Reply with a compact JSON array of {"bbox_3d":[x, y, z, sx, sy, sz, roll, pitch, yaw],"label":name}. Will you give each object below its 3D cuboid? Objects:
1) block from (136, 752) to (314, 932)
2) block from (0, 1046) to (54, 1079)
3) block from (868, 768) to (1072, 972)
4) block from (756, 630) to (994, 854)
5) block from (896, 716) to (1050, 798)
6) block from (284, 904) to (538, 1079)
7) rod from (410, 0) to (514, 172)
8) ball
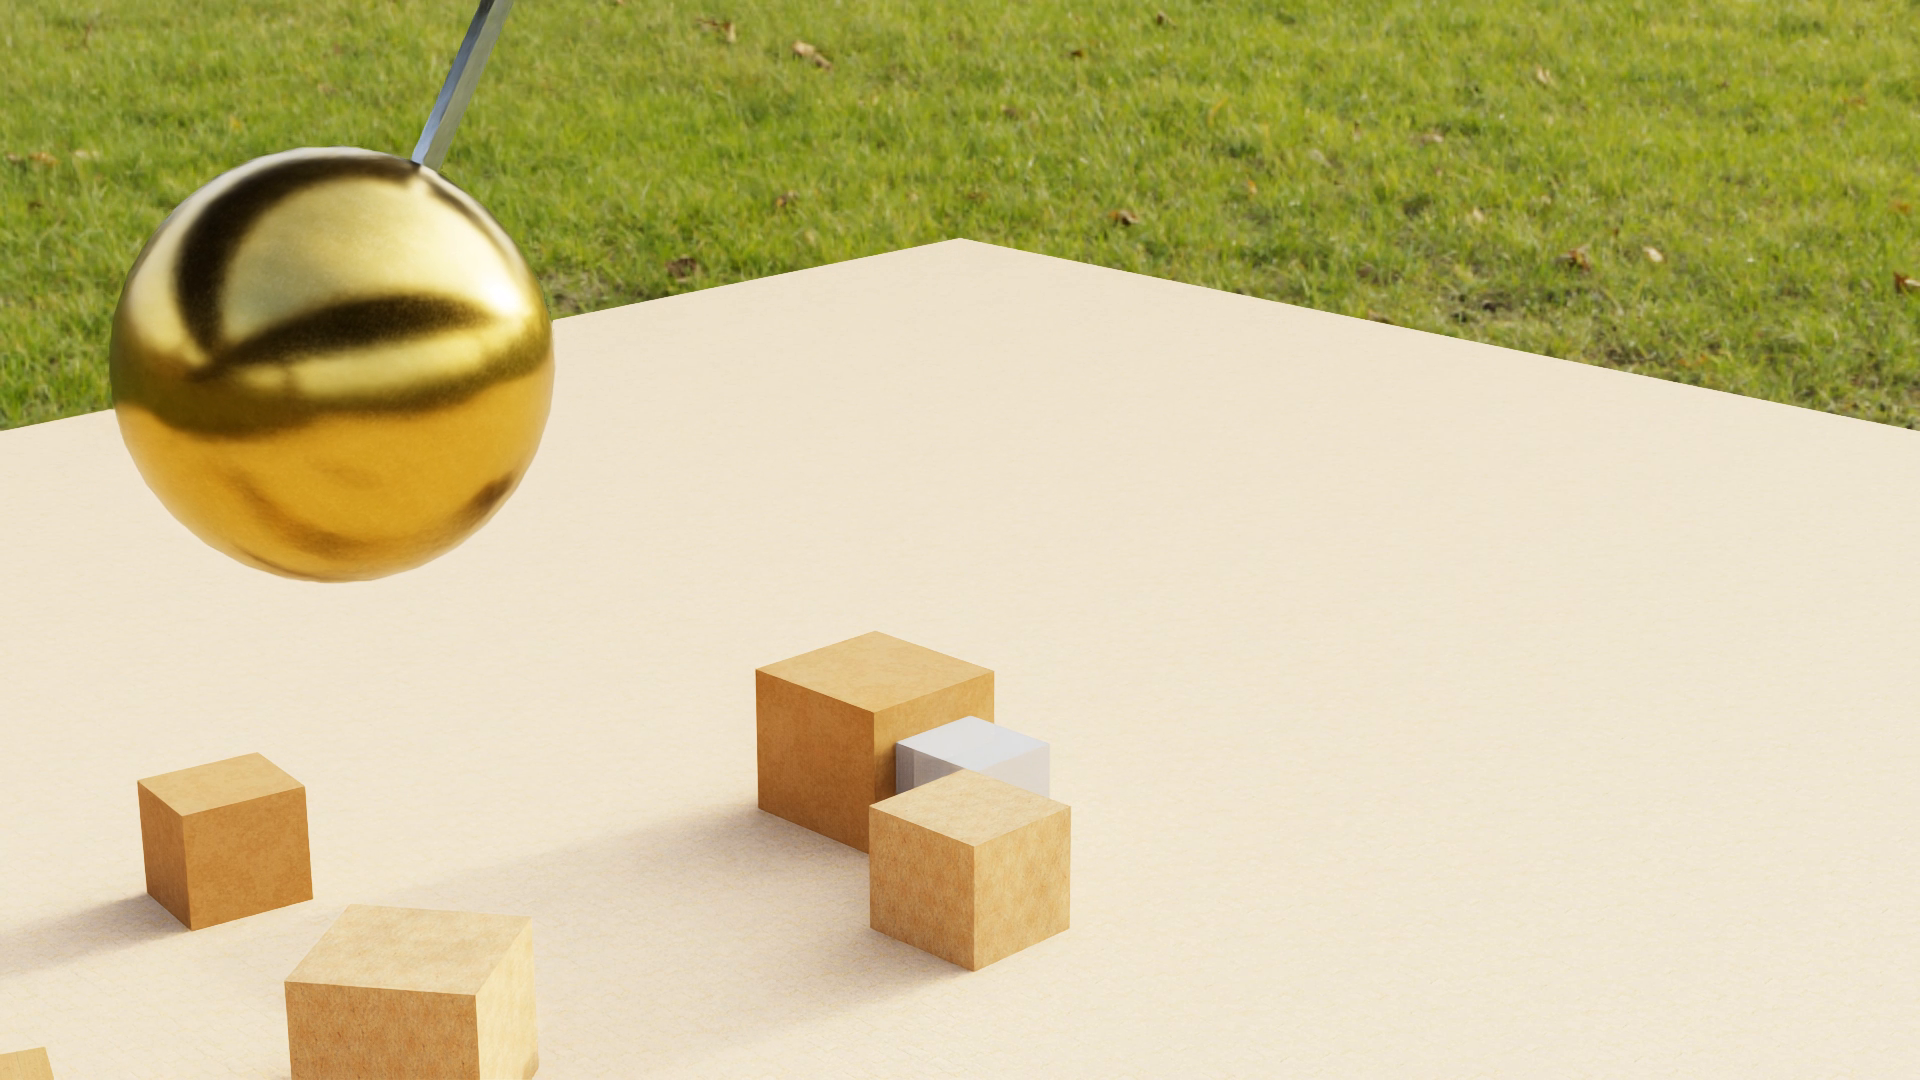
[{"bbox_3d":[-3.295,1.345,13.151,0.574,0.548,0.514,-13,21,-35],"label":"block"},{"bbox_3d":[-3.394,2.246,10.092,0.614,0.662,0.694,-7,19,-22],"label":"block"},{"bbox_3d":[0.044,1.432,12.819,0.635,0.580,0.608,16,24,42],"label":"block"},{"bbox_3d":[-0.407,0.962,14.087,0.789,0.718,0.826,-17,24,-42],"label":"block"},{"bbox_3d":[0.059,1.196,13.639,0.517,0.540,0.491,17,24,42],"label":"block"},{"bbox_3d":[-2.097,1.871,11.295,0.742,0.657,0.697,3,18,9],"label":"block"},{"bbox_3d":[-0.991,-3.760,11.121,0.080,5.200,0.080,17,-9,42],"label":"rod"},{"bbox_3d":[-2.288,-0.640,10.742,1.600,1.600,1.600,0,17,0],"label":"ball"}]
